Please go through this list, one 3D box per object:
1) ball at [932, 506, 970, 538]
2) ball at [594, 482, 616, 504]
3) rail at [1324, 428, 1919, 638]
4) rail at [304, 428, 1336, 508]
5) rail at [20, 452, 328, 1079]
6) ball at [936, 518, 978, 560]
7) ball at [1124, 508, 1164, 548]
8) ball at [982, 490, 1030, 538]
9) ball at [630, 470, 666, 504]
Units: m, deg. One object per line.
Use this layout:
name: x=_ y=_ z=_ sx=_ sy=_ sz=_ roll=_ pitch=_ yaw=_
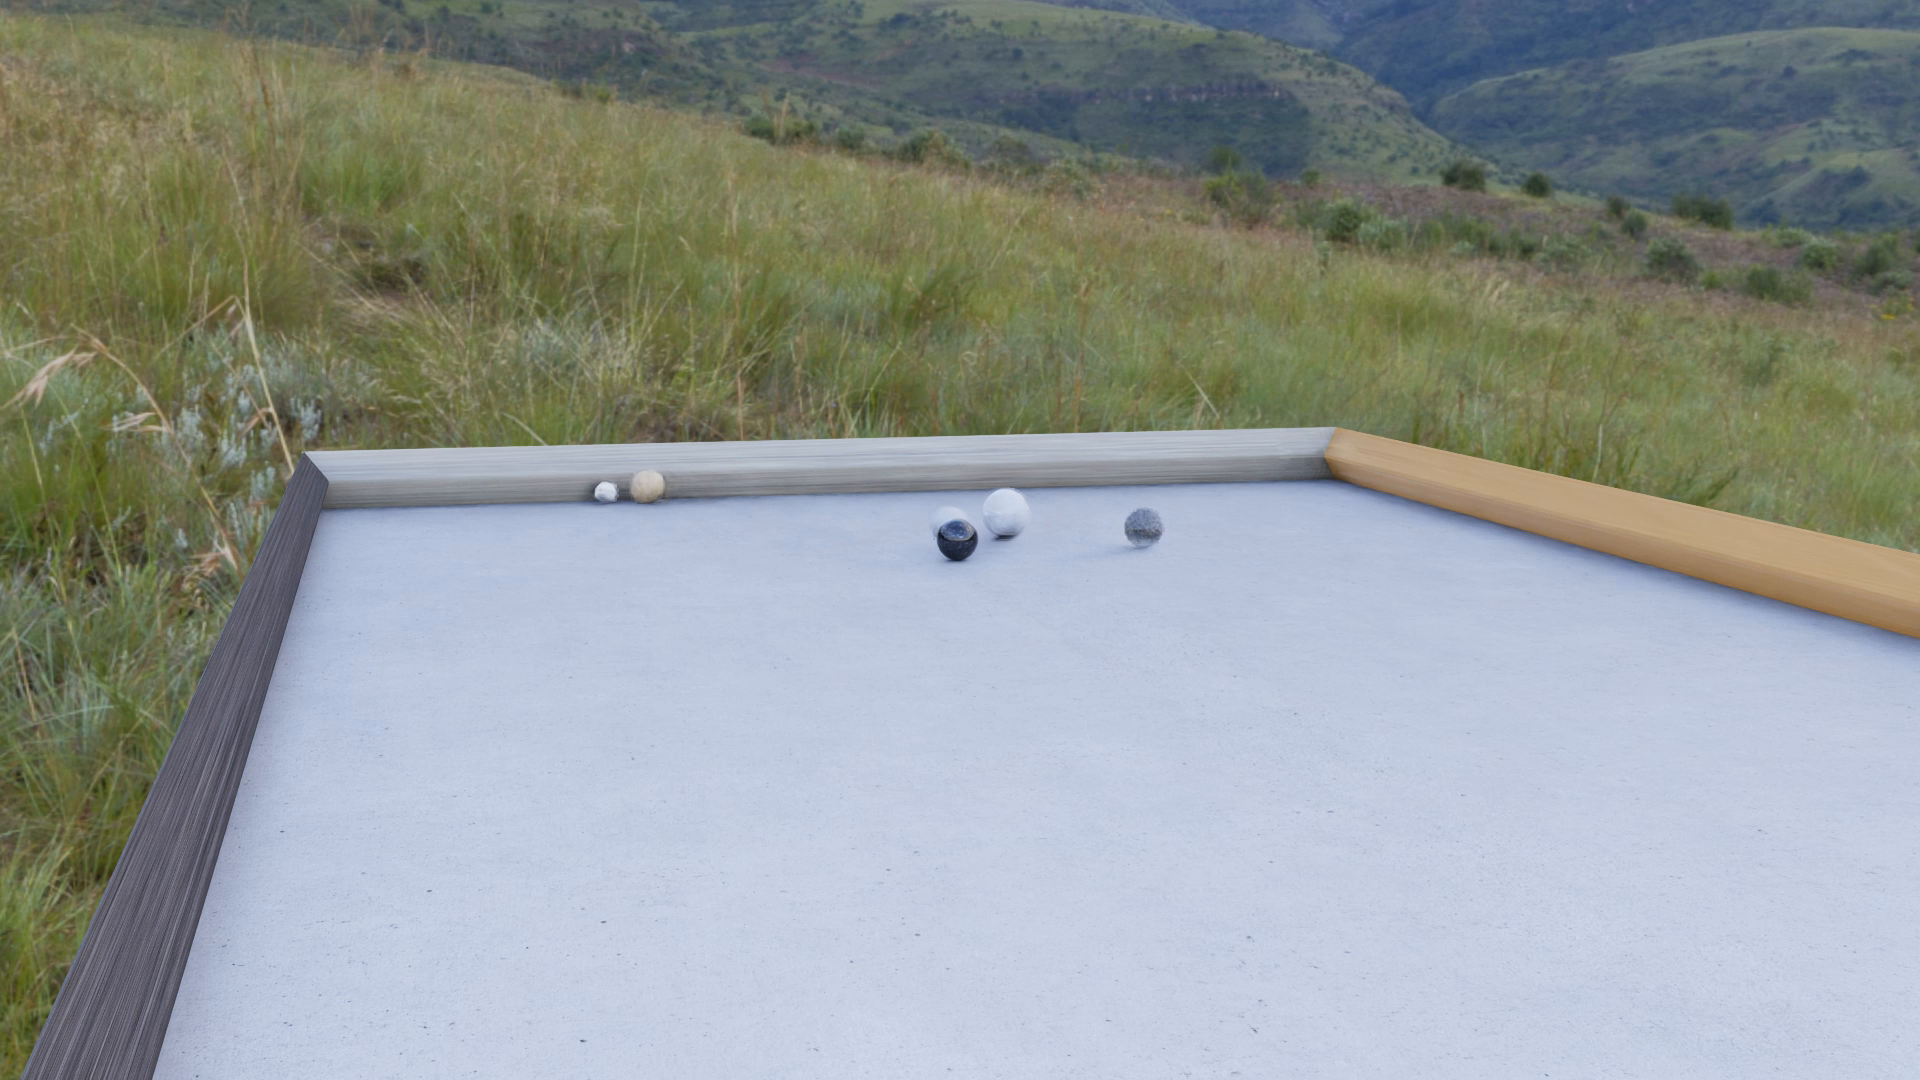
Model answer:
ball: x=-0.015 y=-0.023 z=3.615 sx=0.064 sy=0.064 sz=0.064 roll=0 pitch=8 yaw=0
ball: x=-0.670 y=-0.090 z=4.156 sx=0.041 sy=0.041 sz=0.041 roll=0 pitch=8 yaw=0
rail: x=1.190 y=0.067 z=2.830 sx=0.045 sy=0.106 sz=3.585 roll=-2 pitch=8 yaw=-14
rail: x=-0.211 y=-0.142 z=4.289 sx=2.054 sy=0.106 sz=0.045 roll=-2 pitch=8 yaw=-14
rail: x=-0.757 y=0.136 z=2.350 sx=0.045 sy=0.106 sz=3.585 roll=-2 pitch=8 yaw=-14
ball: x=-0.004 y=-0.001 z=3.450 sx=0.066 sy=0.066 sz=0.066 roll=0 pitch=8 yaw=0
ball: x=0.300 y=-0.019 z=3.585 sx=0.064 sy=0.064 sz=0.064 roll=0 pitch=8 yaw=0
ball: x=0.076 y=-0.045 z=3.705 sx=0.081 sy=0.081 sz=0.081 roll=0 pitch=8 yaw=0
ball: x=-0.589 y=-0.101 z=4.148 sx=0.065 sy=0.065 sz=0.065 roll=0 pitch=8 yaw=0
